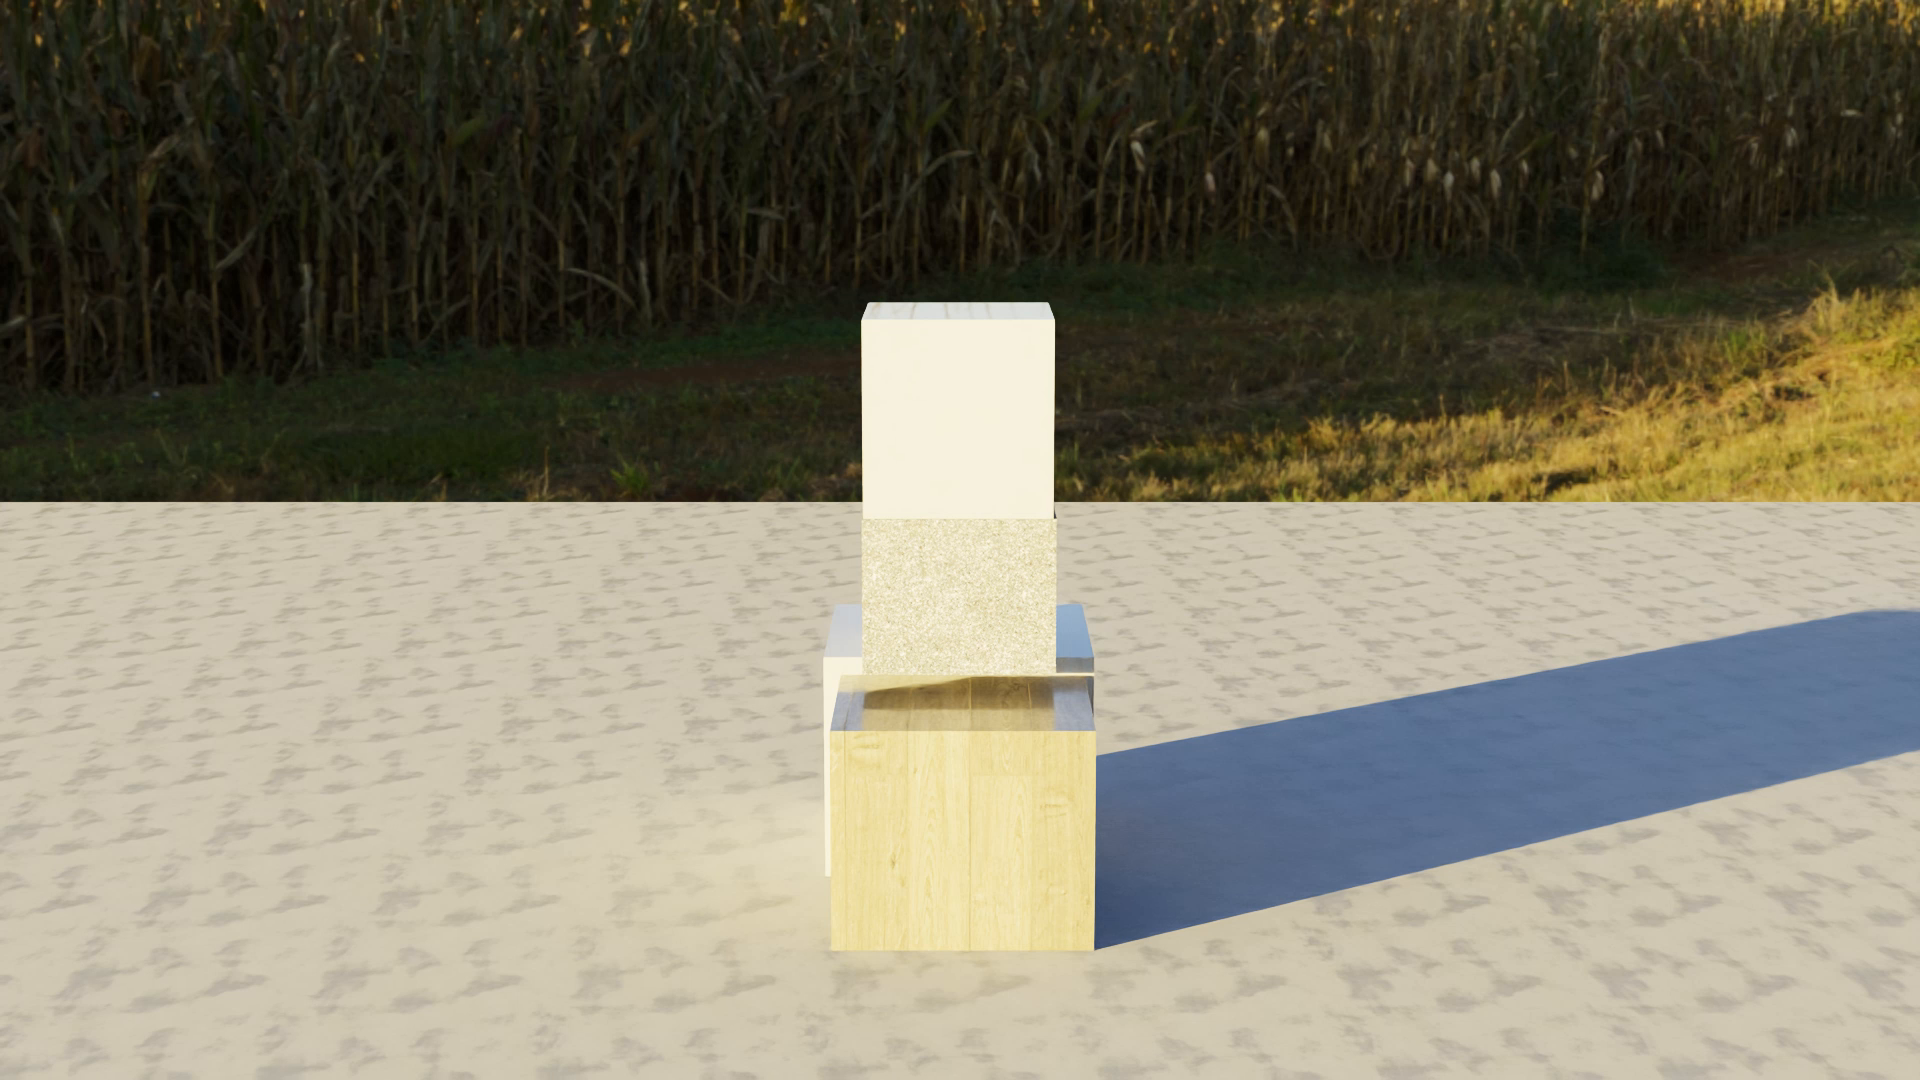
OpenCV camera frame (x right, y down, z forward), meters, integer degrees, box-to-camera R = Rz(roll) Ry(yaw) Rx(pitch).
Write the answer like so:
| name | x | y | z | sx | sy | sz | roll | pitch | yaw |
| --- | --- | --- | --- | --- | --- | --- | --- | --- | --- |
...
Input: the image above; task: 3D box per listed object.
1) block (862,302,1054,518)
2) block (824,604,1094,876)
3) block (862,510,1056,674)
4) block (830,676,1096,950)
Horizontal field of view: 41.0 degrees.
| name | x | y | z | sx | sy | sz | roll | pitch | yaw |
| --- | --- | --- | --- | --- | --- | --- | --- | --- | --- |
| block | -0.008 | -0.572 | 11.076 | 0.799 | 0.835 | 0.801 | 0 | 10 | 0 |
| block | -0.005 | 0.899 | 11.841 | 1.181 | 0.994 | 1.136 | 0 | 10 | 0 |
| block | -0.004 | 0.168 | 11.211 | 0.818 | 0.670 | 0.826 | 0 | 10 | 0 |
| block | 0.011 | 1.128 | 10.803 | 1.064 | 0.916 | 0.969 | 0 | 10 | 0 |
